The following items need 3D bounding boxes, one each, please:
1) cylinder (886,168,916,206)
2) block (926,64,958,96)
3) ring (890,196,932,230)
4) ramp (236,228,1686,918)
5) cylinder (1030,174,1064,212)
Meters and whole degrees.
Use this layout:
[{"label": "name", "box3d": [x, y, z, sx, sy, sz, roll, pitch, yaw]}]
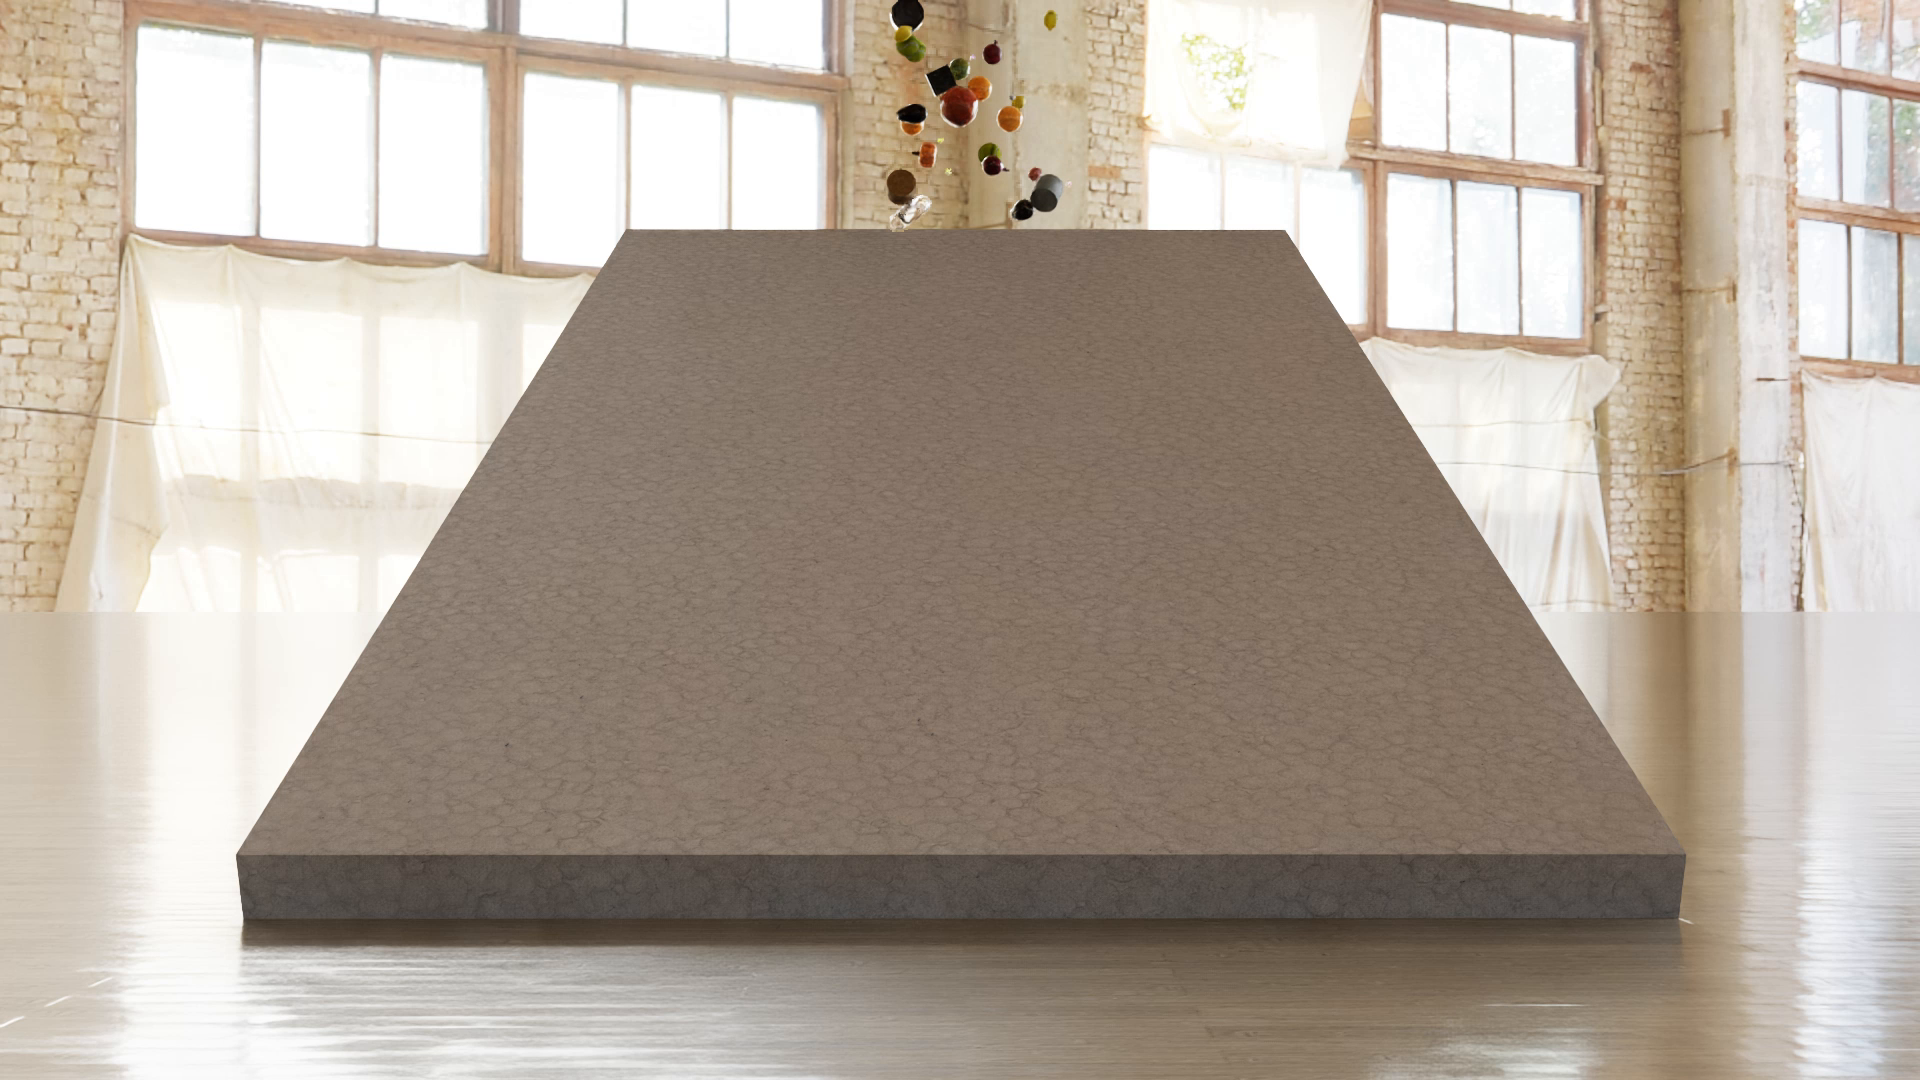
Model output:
[{"label": "cylinder", "box3d": [-0.174, -1.036, 6.663, 0.084, 0.084, 0.084, 0, -10, -2]}, {"label": "block", "box3d": [-0.053, -1.317, 6.503, 0.069, 0.069, 0.069, -24, 11, 3]}, {"label": "ring", "box3d": [-0.146, -0.965, 6.690, 0.143, 0.048, 0.143, -34, 11, 8]}, {"label": "ramp", "box3d": [-0.005, -0.208, 5.021, 2.000, 0.100, 4.000, 0, 20, 0]}, {"label": "cylinder", "box3d": [0.245, -0.977, 6.388, 0.078, 0.078, 0.078, -1, 38, 20]}]
